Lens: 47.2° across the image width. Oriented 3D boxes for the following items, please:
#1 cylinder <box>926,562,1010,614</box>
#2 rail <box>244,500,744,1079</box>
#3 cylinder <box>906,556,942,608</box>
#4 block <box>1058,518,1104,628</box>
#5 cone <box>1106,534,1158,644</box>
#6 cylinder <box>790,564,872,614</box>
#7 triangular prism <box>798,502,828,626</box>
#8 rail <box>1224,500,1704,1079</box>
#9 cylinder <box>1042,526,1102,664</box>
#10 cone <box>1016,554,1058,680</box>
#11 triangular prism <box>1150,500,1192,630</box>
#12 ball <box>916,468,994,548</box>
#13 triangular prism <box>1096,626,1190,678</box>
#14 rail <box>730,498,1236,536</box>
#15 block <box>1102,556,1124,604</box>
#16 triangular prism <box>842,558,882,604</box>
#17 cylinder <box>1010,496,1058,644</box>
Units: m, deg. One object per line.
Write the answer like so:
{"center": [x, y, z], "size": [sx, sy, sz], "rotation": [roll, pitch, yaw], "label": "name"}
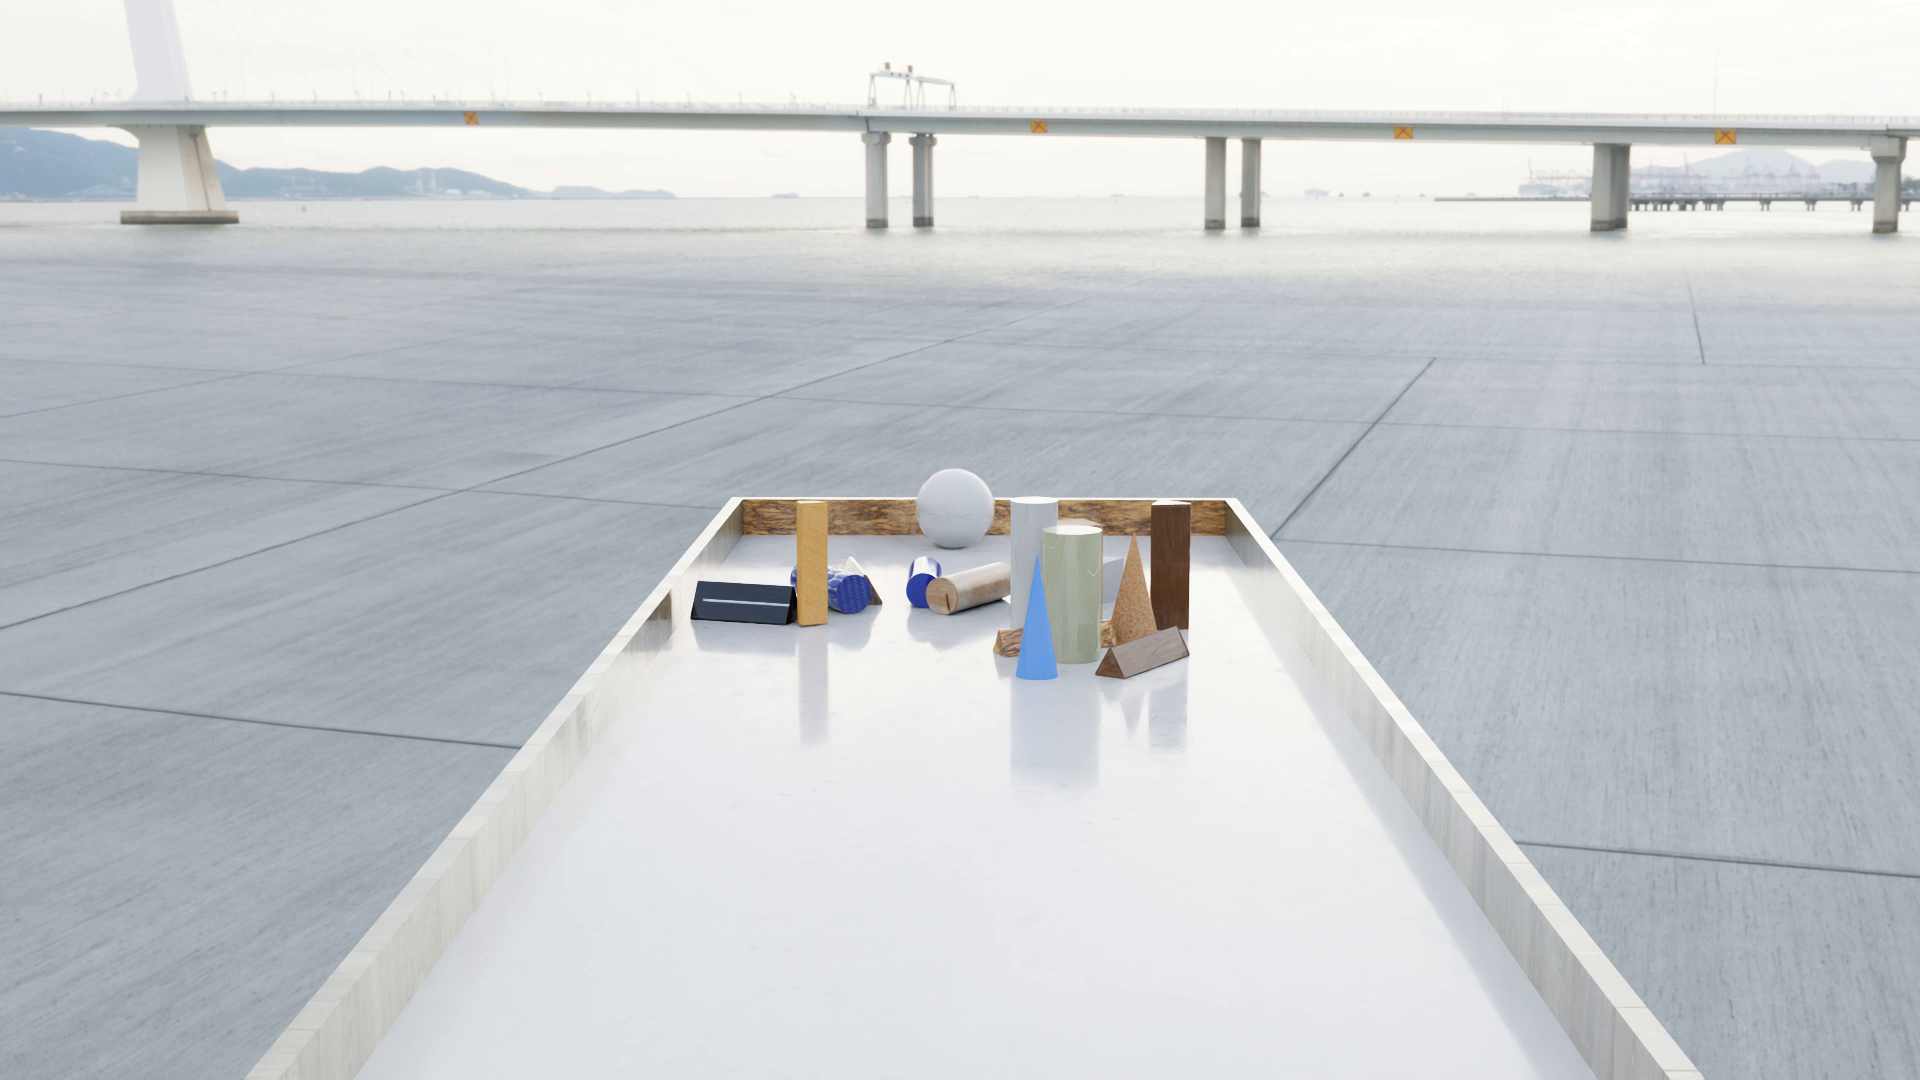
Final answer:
{"center": [0.038, 0.165, 7.559], "size": [0.128, 0.128, 0.366], "rotation": [6, 11, 33], "label": "cylinder"}
{"center": [-1.004, 0.839, 3.234], "size": [0.050, 0.150, 12.000], "rotation": [0, 9, 1], "label": "rail"}
{"center": [-0.124, 0.147, 7.691], "size": [0.123, 0.123, 0.340], "rotation": [0, 9, 0], "label": "cylinder"}
{"center": [0.362, 0.112, 7.218], "size": [0.158, 0.340, 0.158], "rotation": [-4, 10, -22], "label": "block"}
{"center": [0.549, 0.143, 6.966], "size": [0.170, 0.356, 0.170], "rotation": [0, 9, 0], "label": "cone"}
{"center": [-0.448, 0.159, 7.577], "size": [0.134, 0.134, 0.356], "rotation": [-5, 10, -30], "label": "cylinder"}
{"center": [-0.507, 0.074, 7.250], "size": [0.108, 0.401, 0.094], "rotation": [-4, 6, -41], "label": "triangular prism"}
{"center": [1.046, 0.843, 3.208], "size": [0.050, 0.150, 12.000], "rotation": [0, 9, 1], "label": "rail"}
{"center": [0.341, 0.165, 6.699], "size": [0.179, 0.397, 0.179], "rotation": [0, 9, 0], "label": "cylinder"}
{"center": [0.227, 0.217, 6.457], "size": [0.126, 0.370, 0.126], "rotation": [0, 9, 0], "label": "cone"}
{"center": [0.671, 0.080, 7.186], "size": [0.132, 0.413, 0.114], "rotation": [-2, 9, -11], "label": "triangular prism"}
{"center": [-0.022, -0.127, 8.803], "size": [0.316, 0.316, 0.316], "rotation": [0, 9, 0], "label": "ball"}
{"center": [0.554, 0.333, 6.618], "size": [0.100, 0.087, 0.402], "rotation": [6, 11, 34], "label": "triangular prism"}
{"center": [0.099, -0.098, 9.147], "size": [2.100, 0.150, 0.050], "rotation": [0, 9, 1], "label": "rail"}
{"center": [0.396, 0.153, 7.581], "size": [0.145, 0.145, 0.401], "rotation": [6, 11, 35], "label": "block"}
{"center": [-0.362, 0.140, 7.771], "size": [0.122, 0.106, 0.392], "rotation": [-2, 9, -10], "label": "triangular prism"}
{"center": [0.234, 0.098, 6.946], "size": [0.149, 0.452, 0.149], "rotation": [0, 9, 0], "label": "cylinder"}
